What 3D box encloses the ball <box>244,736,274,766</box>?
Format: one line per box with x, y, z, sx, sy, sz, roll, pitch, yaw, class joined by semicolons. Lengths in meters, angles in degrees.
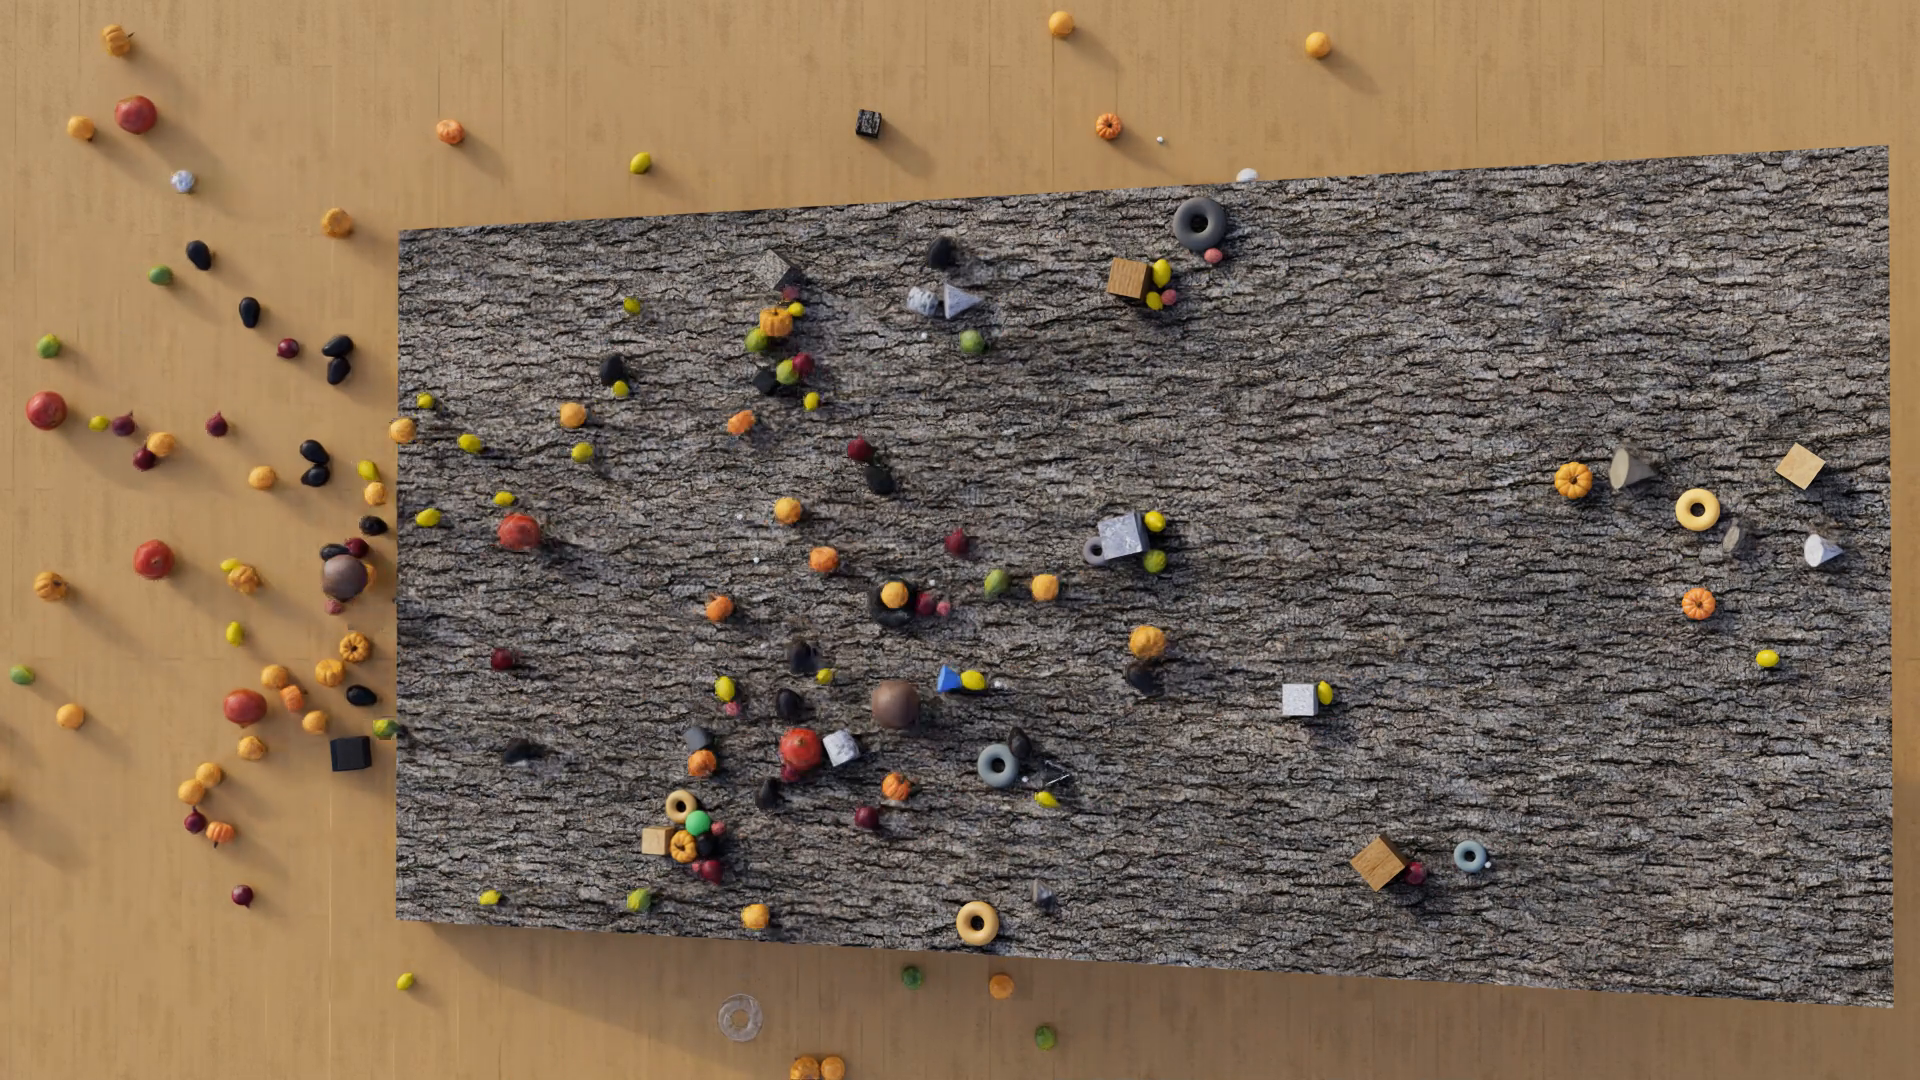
-2.059;0.621;6.462;0.089;0.089;0.089;0;89;0;ball

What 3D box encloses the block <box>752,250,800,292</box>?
-0.496;-0.729;5.960;0.079;0.079;0.079;42;102;15;block

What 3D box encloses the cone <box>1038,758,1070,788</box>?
0.251;0.605;5.711;0.080;0.080;0.080;3;89;-8;cone

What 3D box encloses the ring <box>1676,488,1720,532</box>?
1.749;-0.071;5.213;0.101;0.034;0.101;0;90;20;ring

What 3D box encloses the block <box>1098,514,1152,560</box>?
0.420;-0.008;5.629;0.098;0.098;0.098;-14;85;18;block

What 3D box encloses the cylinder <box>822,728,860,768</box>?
-0.317;0.556;5.881;0.080;0.080;0.080;-24;81;0;cylinder

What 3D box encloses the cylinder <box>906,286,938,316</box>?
-0.099;-0.633;5.833;0.062;0.062;0.062;20;89;18;cylinder

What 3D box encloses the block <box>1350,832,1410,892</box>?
1.033;0.792;5.411;0.096;0.096;0.096;-44;77;13;block

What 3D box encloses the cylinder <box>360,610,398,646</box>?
-1.686;0.255;6.412;0.099;0.099;0.099;0;94;4;cylinder

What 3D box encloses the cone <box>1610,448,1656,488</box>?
1.621;-0.164;5.253;0.097;0.097;0.097;7;89;-8;cone

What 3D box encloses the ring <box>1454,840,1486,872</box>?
1.247;0.774;5.376;0.080;0.027;0.080;0;91;19;ring

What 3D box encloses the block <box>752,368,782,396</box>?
-0.525;-0.429;5.981;0.051;0.051;0.051;41;102;15;block

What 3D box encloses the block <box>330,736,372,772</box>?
-1.778;0.623;6.418;0.090;0.090;0.090;-5;89;0;block

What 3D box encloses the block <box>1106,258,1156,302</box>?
0.438;-0.667;5.637;0.090;0.090;0.090;14;94;18;block

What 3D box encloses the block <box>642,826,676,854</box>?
-0.829;0.827;6.058;0.068;0.068;0.068;2;90;19;block

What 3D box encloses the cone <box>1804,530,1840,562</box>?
2.023;0.024;5.118;0.078;0.078;0.078;15;89;-27;cone

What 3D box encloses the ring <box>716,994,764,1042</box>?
-0.642;1.397;6.430;0.139;0.046;0.139;0;90;-1;ring

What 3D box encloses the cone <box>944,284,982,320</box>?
0.011;-0.633;5.806;0.096;0.096;0.096;-4;89;-8;cone

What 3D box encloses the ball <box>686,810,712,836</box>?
-0.716;0.776;6.019;0.070;0.070;0.070;0;89;0;ball

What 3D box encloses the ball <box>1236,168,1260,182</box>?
0.846;-1.057;6.453;0.067;0.067;0.067;0;89;0;ball

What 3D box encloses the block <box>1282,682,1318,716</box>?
0.850;0.397;5.489;0.076;0.076;0.076;0;89;19;block

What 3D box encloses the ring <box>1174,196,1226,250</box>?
0.611;-0.806;5.603;0.139;0.046;0.139;-1;88;20;ring

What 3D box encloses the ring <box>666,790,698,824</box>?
-0.767;0.735;6.057;0.094;0.031;0.094;1;93;17;ring

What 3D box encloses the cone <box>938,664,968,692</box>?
-0.012;0.373;5.804;0.077;0.077;0.077;13;89;-8;cone

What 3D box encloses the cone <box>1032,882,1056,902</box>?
0.223;0.921;5.722;0.057;0.057;0.057;10;89;-8;cone

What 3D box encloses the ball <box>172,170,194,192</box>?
-2.281;-1.052;6.455;0.063;0.063;0.063;0;89;0;ball

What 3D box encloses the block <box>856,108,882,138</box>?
-0.268;-1.222;6.457;0.064;0.064;0.064;11;89;0;block

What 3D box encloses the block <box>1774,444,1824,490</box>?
1.955;-0.170;5.120;0.079;0.079;0.079;37;100;16;block

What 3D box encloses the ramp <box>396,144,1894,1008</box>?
0.278;0.091;5.781;4.000;0.100;2.000;0;89;19;ramp

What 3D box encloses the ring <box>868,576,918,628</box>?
-0.178;0.167;5.858;0.139;0.046;0.139;0;90;18;ring

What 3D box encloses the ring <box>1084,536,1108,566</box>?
0.356;0.029;5.689;0.078;0.026;0.078;-1;88;20;ring

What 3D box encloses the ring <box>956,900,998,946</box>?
0.047;1.006;5.773;0.117;0.039;0.117;-1;88;19;ring

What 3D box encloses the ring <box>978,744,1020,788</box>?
0.101;0.591;5.761;0.115;0.038;0.115;0;89;18;ring
